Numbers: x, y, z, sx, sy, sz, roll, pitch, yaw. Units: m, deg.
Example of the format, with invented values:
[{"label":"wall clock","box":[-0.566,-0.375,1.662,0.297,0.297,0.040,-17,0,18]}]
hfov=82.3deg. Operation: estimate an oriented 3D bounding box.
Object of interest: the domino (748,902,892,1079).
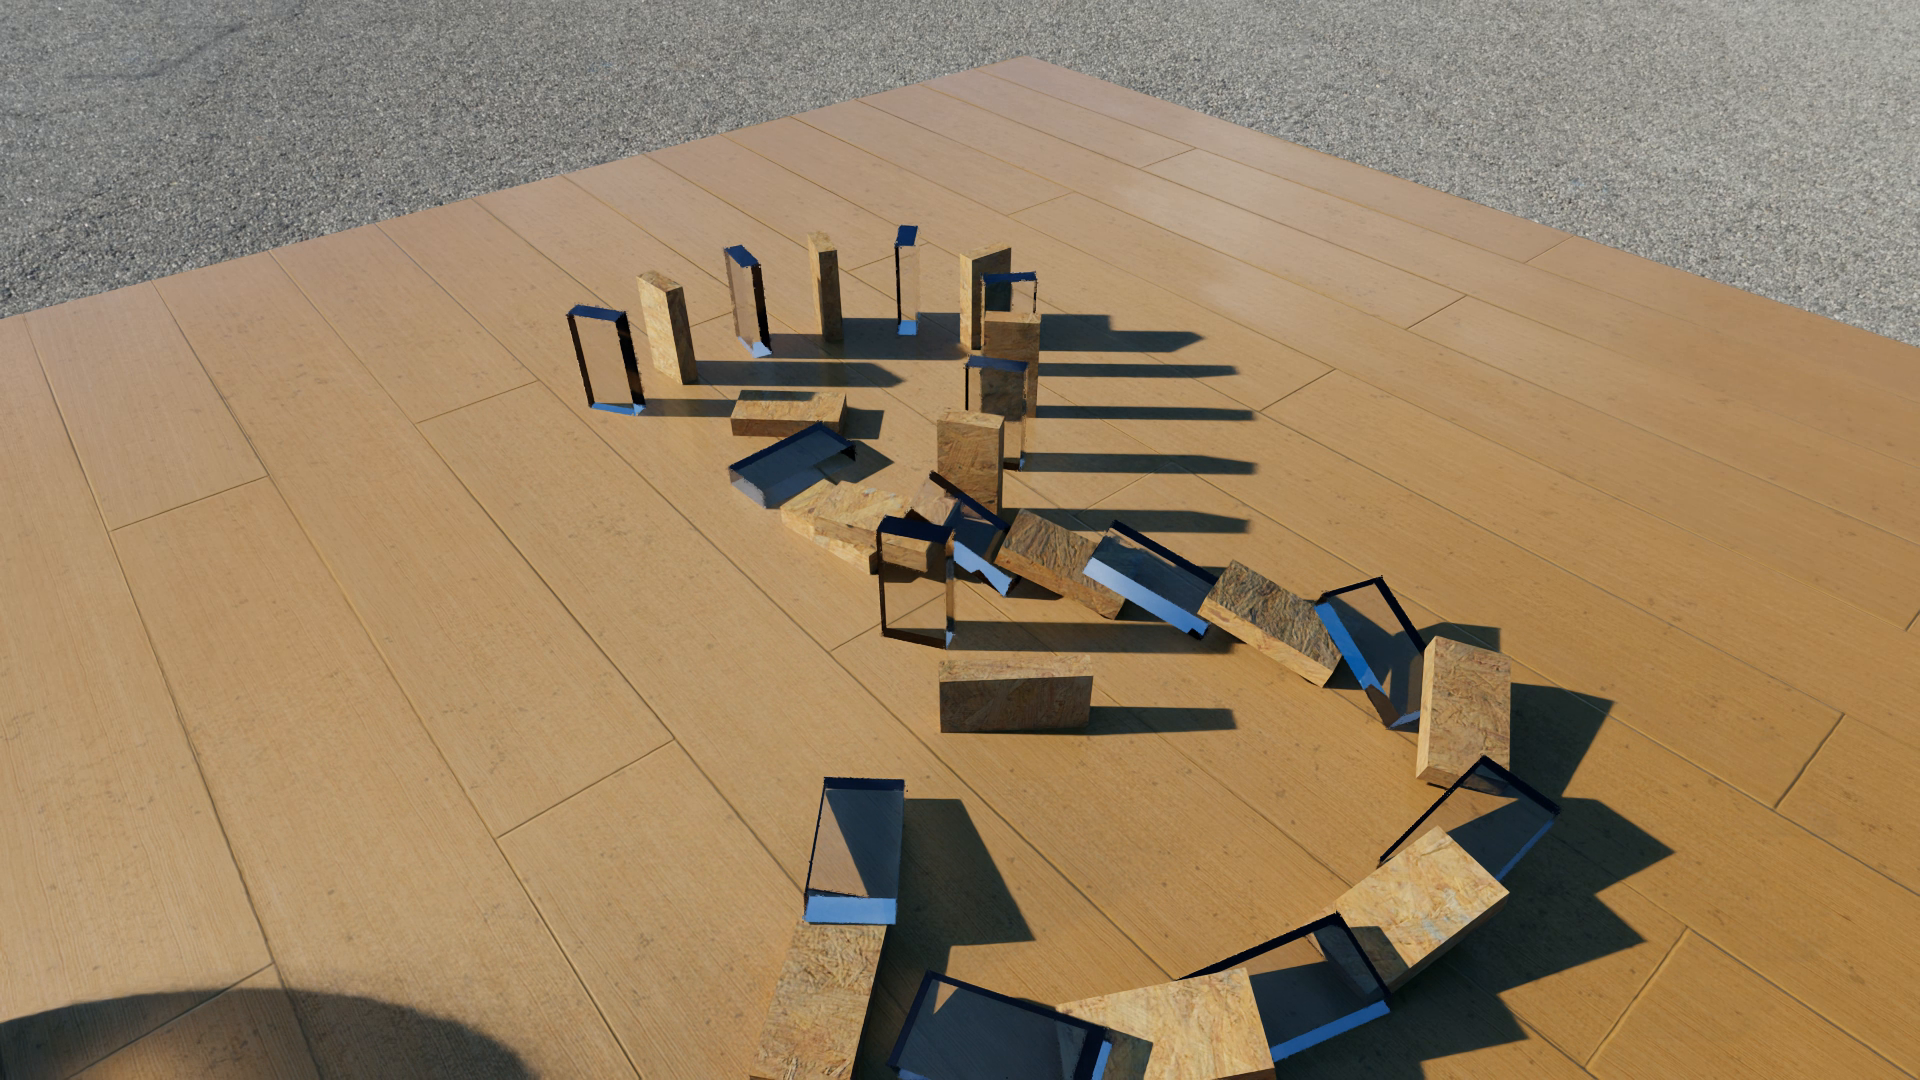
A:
[{"label":"domino","box":[-0.036,0.122,0.294,0.025,0.010,0.050,6,40,7]}]

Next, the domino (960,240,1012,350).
[{"label":"domino","box":[0.013,-0.125,0.564,0.025,0.050,0.010,-25,46,-28]}]

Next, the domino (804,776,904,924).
[{"label":"domino","box":[-0.030,0.090,0.325,0.025,0.010,0.050,2,27,-1]}]

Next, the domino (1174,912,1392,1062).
[{"label":"domino","box":[0.083,0.120,0.288,0.050,0.009,0.025,-21,42,-5]}]

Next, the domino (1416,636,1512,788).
[{"label":"domino","box":[0.166,0.058,0.361,0.025,0.010,0.050,16,55,8]}]

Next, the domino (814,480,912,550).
[{"label":"domino","box":[-0.030,-0.007,0.437,0.050,0.009,0.025,14,42,16]}]

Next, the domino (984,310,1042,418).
[{"label":"domino","box":[0.024,-0.081,0.510,0.025,0.050,0.010,4,39,4]}]

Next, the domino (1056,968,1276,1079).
[{"label":"domino","box":[0.051,0.127,0.278,0.050,0.010,0.025,-14,42,6]}]

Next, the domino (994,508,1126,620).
[{"label":"domino","box":[0.041,0.009,0.421,0.050,0.009,0.025,25,43,3]}]

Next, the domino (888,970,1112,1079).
[{"label":"domino","box":[0.010,0.129,0.276,0.050,0.010,0.025,8,49,25]}]

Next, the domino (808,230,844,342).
[{"label":"domino","box":[-0.070,-0.132,0.573,0.010,0.050,0.025,-12,41,-14]}]

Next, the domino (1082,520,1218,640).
[{"label":"domino","box":[0.074,0.015,0.414,0.050,0.009,0.025,30,46,9]}]

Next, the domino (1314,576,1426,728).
[{"label":"domino","box":[0.148,0.039,0.384,0.025,0.009,0.050,-14,59,-17]}]

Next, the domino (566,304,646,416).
[{"label":"domino","box":[-0.165,-0.083,0.513,0.025,0.050,0.010,11,41,13]}]

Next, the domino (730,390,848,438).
[{"label":"domino","box":[-0.080,-0.059,0.516,0.050,0.010,0.025,2,39,2]}]

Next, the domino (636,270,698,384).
[{"label":"domino","box":[-0.143,-0.104,0.538,0.025,0.050,0.009,32,49,33]}]

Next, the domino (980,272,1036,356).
[{"label":"domino","box":[0.024,-0.106,0.541,0.025,0.050,0.009,-5,40,-6]}]

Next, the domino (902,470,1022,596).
[{"label":"domino","box":[0.003,-0.003,0.426,0.050,0.010,0.025,35,43,-10]}]

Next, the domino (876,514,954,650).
[{"label":"domino","box":[-0.016,0.016,0.392,0.025,0.050,0.009,11,41,13]}]

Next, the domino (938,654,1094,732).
[{"label":"domino","box":[0.018,0.052,0.368,0.050,0.025,0.009,-2,39,-2]}]

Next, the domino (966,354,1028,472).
[{"label":"domino","box":[0.016,-0.055,0.478,0.025,0.050,0.010,9,40,11]}]

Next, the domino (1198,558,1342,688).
[{"label":"domino","box":[0.115,0.030,0.399,0.050,0.010,0.025,32,48,16]}]

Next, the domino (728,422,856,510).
[{"label":"domino","box":[-0.074,-0.033,0.484,0.050,0.010,0.025,-32,49,-33]}]

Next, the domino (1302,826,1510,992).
[{"label":"domino","box":[0.123,0.104,0.305,0.050,0.010,0.025,-31,46,-11]}]

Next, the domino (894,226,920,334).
[{"label":"domino","box":[-0.027,-0.136,0.578,0.009,0.050,0.025,2,39,3]}]

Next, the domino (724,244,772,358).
[{"label":"domino","box":[-0.108,-0.121,0.559,0.010,0.050,0.025,-20,44,-23]}]

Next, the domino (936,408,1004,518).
[{"label":"domino","box":[0.004,-0.028,0.446,0.025,0.050,0.010,10,40,12]}]

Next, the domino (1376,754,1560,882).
[{"label":"domino","box":[0.150,0.089,0.326,0.050,0.010,0.025,-36,50,-18]}]

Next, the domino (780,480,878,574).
[{"label":"domino","box":[-0.047,-0.006,0.451,0.050,0.010,0.025,28,47,30]}]
